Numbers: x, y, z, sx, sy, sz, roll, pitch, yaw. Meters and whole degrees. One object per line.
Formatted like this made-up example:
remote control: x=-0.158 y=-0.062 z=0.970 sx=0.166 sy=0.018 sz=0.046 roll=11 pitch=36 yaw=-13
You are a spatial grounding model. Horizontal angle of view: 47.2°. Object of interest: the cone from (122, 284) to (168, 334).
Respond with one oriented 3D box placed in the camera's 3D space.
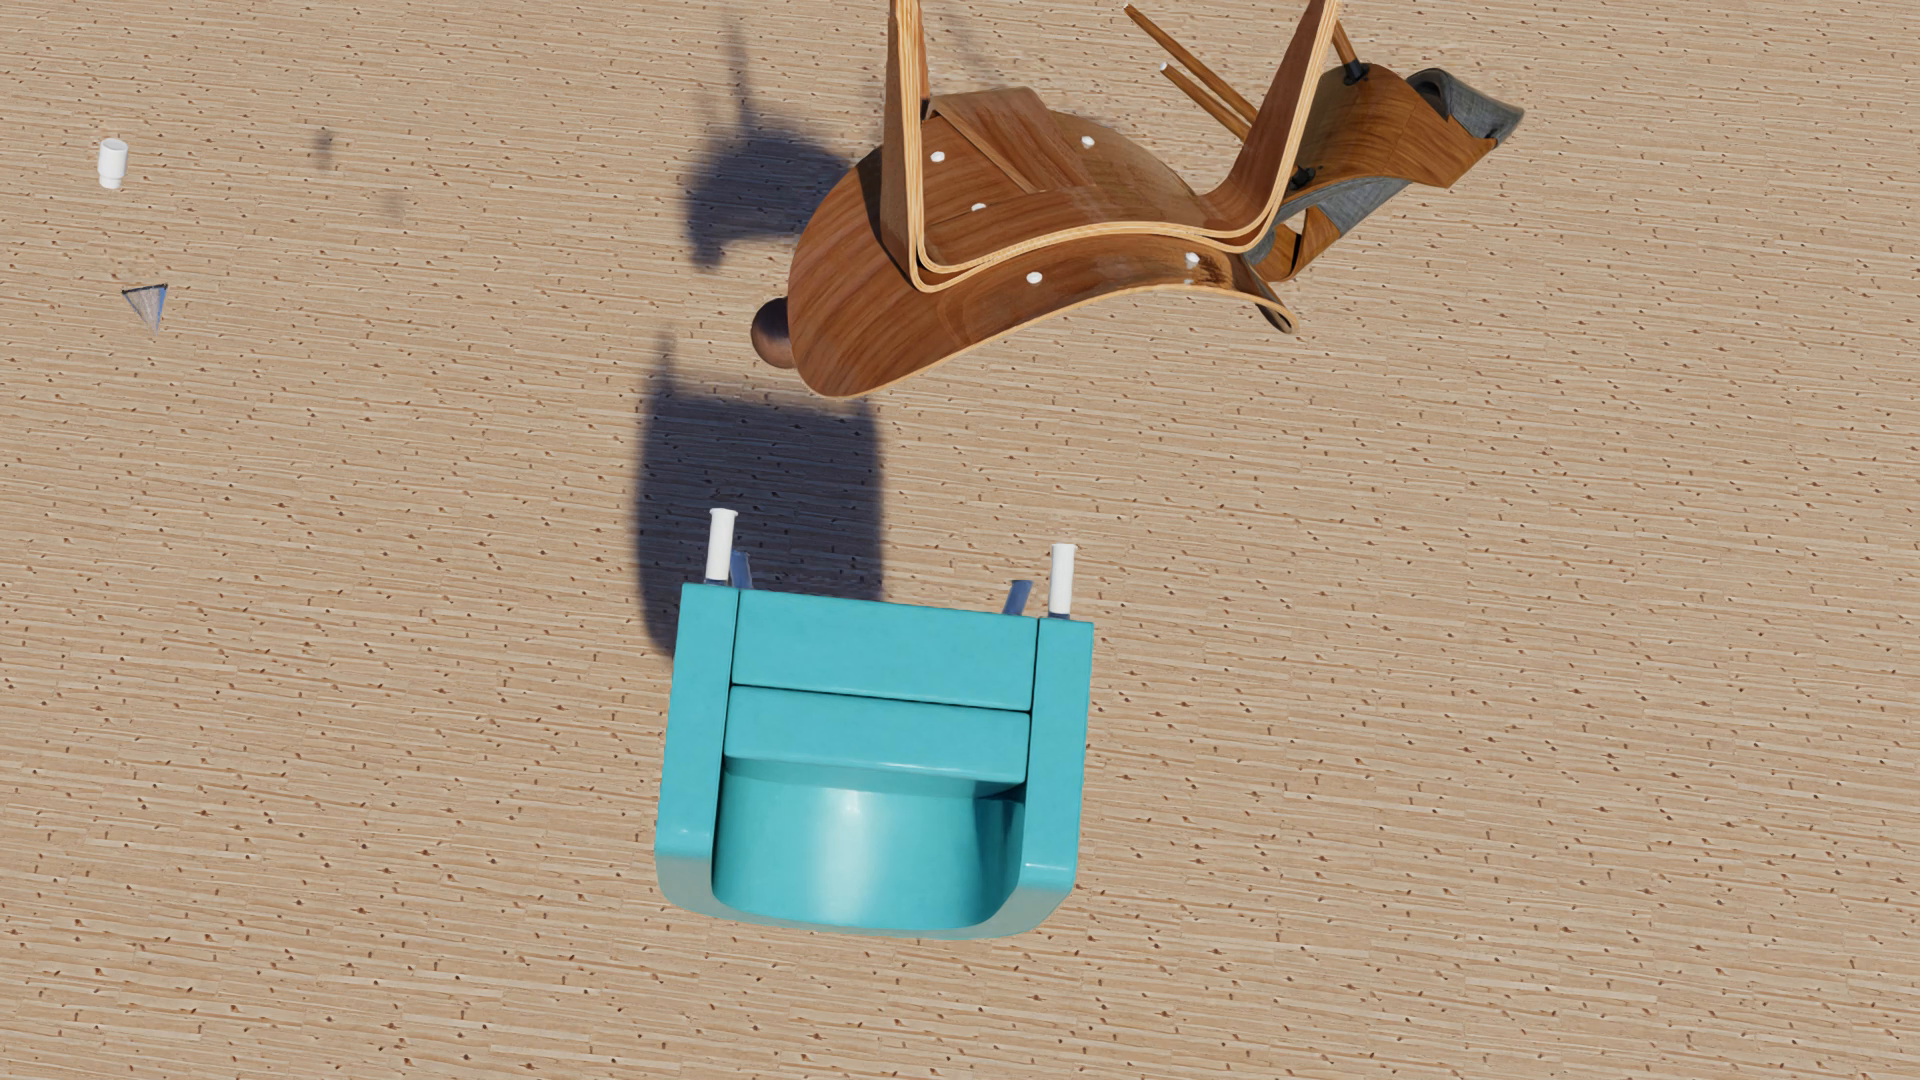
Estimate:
cone: x=-1.227 y=-0.346 z=3.331 sx=0.073 sy=0.042 sz=0.074 roll=-11 pitch=99 yaw=-4
